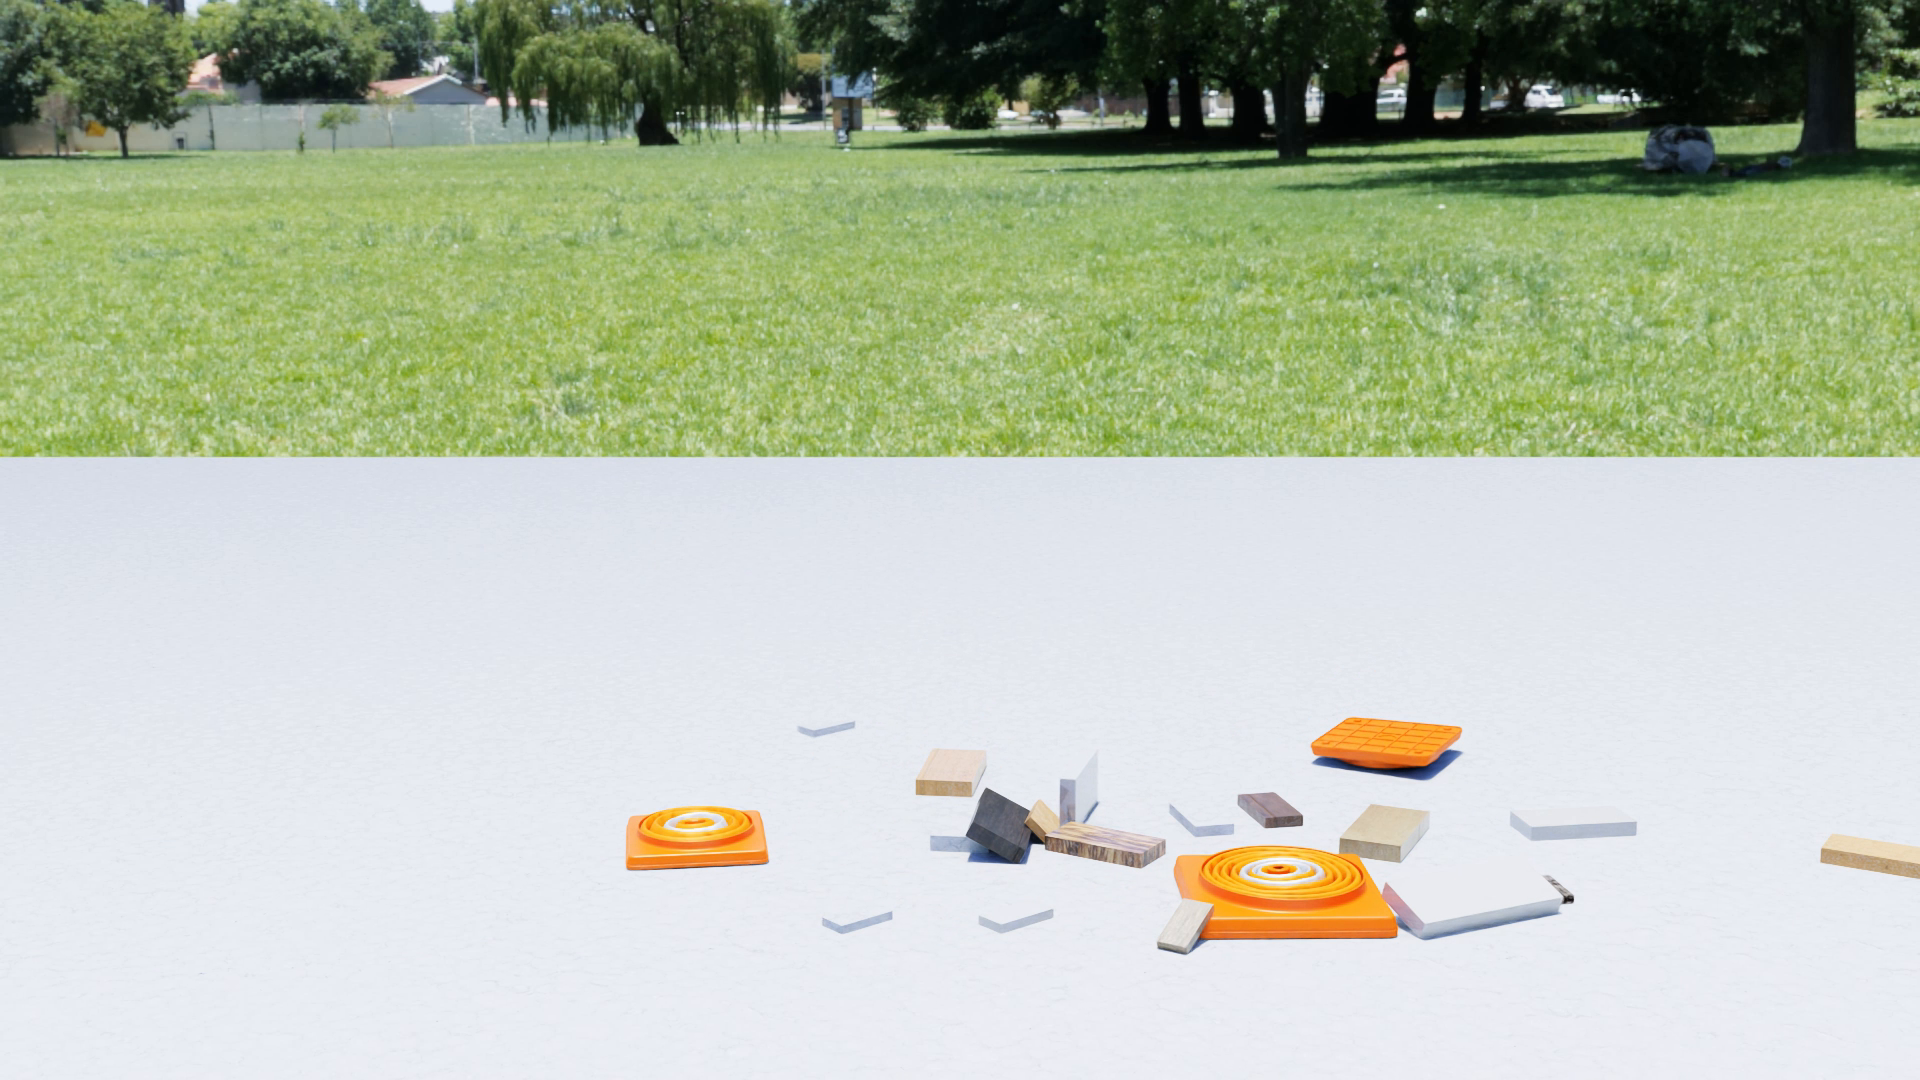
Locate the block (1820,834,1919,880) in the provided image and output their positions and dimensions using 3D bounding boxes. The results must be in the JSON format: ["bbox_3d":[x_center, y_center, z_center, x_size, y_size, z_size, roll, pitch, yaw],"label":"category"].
[{"bbox_3d":[1.602,0.550,3.812,0.191,0.027,0.095,7,12,32],"label":"block"}]

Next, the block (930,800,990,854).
[{"bbox_3d":[0.011,0.518,3.978,0.104,0.030,0.209,1,11,7],"label":"block"}]

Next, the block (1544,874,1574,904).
[{"bbox_3d":[0.978,0.583,3.666,0.052,0.015,0.103,-1,11,-8],"label":"block"}]

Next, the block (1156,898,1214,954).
[{"bbox_3d":[0.353,0.604,3.443,0.052,0.015,0.103,7,36,32],"label":"block"}]

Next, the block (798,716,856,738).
[{"bbox_3d":[-0.284,0.396,4.669,0.113,0.016,0.056,-9,14,-41],"label":"block"}]

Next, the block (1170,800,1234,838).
[{"bbox_3d":[0.443,0.511,4.037,0.074,0.021,0.148,-2,11,-13],"label":"block"}]

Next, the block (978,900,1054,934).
[{"bbox_3d":[0.090,0.606,3.540,0.113,0.016,0.056,-9,14,-40],"label":"block"}]

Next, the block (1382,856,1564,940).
[{"bbox_3d":[0.829,0.577,3.557,0.279,0.031,0.109,-5,32,-26],"label":"block"}]

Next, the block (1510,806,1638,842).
[{"bbox_3d":[1.115,0.515,3.999,0.201,0.027,0.095,-2,11,-9],"label":"block"}]

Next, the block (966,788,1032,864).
[{"bbox_3d":[0.074,0.507,3.914,0.104,0.030,0.209,28,13,1],"label":"block"}]

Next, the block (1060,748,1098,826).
[{"bbox_3d":[0.220,0.463,4.067,0.030,0.104,0.209,3,11,14],"label":"block"}]

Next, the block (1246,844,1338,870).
[{"bbox_3d":[0.575,0.552,3.819,0.148,0.021,0.074,0,11,1],"label":"block"}]

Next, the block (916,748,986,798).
[{"bbox_3d":[-0.016,0.455,4.310,0.109,0.031,0.219,1,11,8],"label":"block"}]

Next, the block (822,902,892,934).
[{"bbox_3d":[-0.165,0.608,3.533,0.103,0.015,0.052,-9,14,-40],"label":"block"}]

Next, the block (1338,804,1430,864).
[{"bbox_3d":[0.762,0.524,3.939,0.109,0.031,0.219,5,12,24],"label":"block"}]

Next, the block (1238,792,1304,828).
[{"bbox_3d":[0.576,0.502,4.086,0.074,0.021,0.148,-2,11,-13],"label":"block"}]

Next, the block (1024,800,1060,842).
[{"bbox_3d":[0.150,0.508,3.970,0.056,0.016,0.112,45,15,0],"label":"block"}]

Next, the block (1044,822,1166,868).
[{"bbox_3d":[0.256,0.537,3.879,0.191,0.027,0.095,7,12,31],"label":"block"}]
